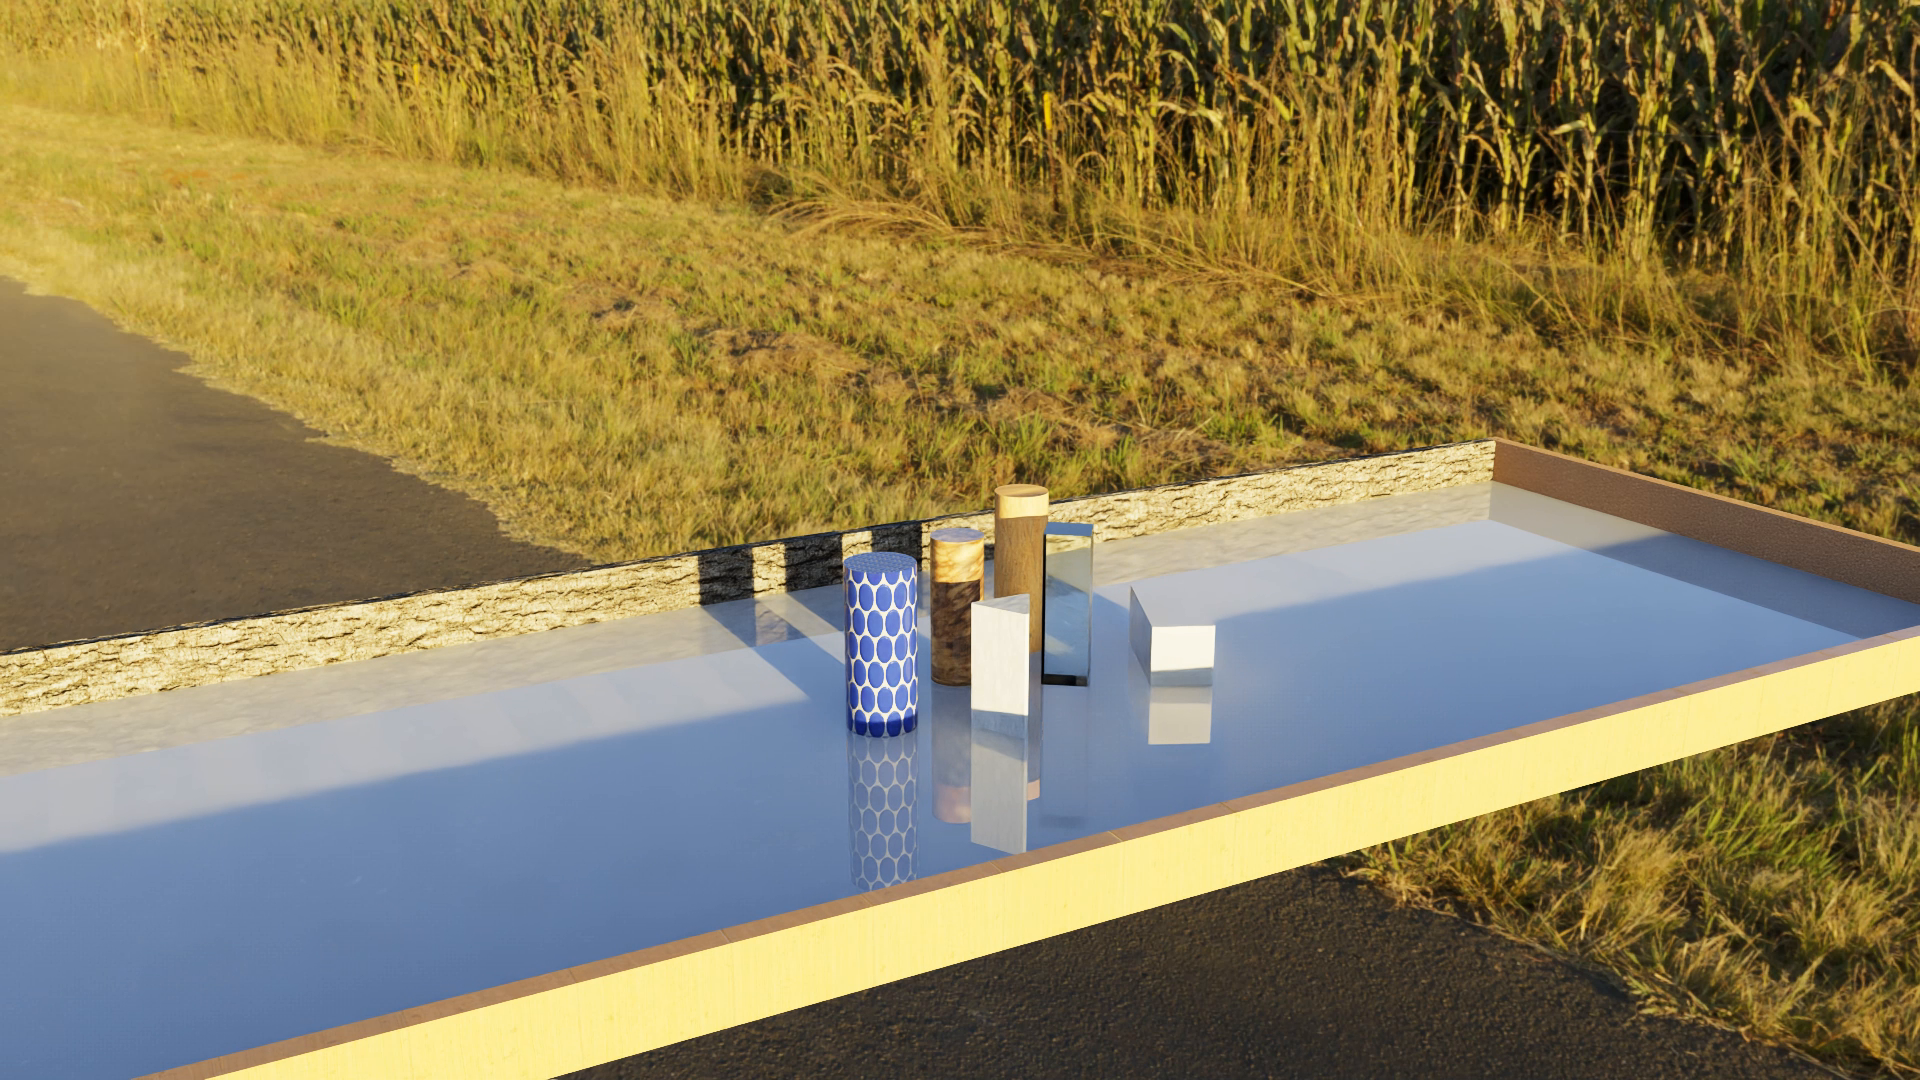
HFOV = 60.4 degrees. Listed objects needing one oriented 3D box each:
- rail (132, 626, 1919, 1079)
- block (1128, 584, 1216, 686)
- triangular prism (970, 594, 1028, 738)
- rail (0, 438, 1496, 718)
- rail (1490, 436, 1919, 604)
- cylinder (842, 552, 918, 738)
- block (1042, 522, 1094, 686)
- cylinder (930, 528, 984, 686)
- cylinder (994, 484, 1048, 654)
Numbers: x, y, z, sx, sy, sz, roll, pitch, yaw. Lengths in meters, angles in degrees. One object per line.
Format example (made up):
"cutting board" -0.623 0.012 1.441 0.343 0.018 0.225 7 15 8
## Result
"rail" -2.336 1.006 1.665 12.000 0.150 0.050 -9 18 -27
"block" 0.543 0.241 4.258 0.156 0.156 0.343 -1 16 -3
"triangular prism" 0.124 0.285 3.849 0.150 0.301 0.130 10 19 31
"rail" -3.305 0.497 3.399 12.000 0.150 0.050 -9 18 -27
"rail" 2.466 -0.048 5.253 0.050 0.150 2.100 -9 18 -27
"cylinder" -0.183 0.242 3.828 0.169 0.397 0.169 0 16 0
"block" 0.269 0.160 4.118 0.115 0.391 0.115 2 17 8
"cylinder" -0.007 0.167 4.123 0.135 0.374 0.135 0 16 0
"cylinder" 0.160 0.075 4.346 0.141 0.424 0.141 0 16 0
